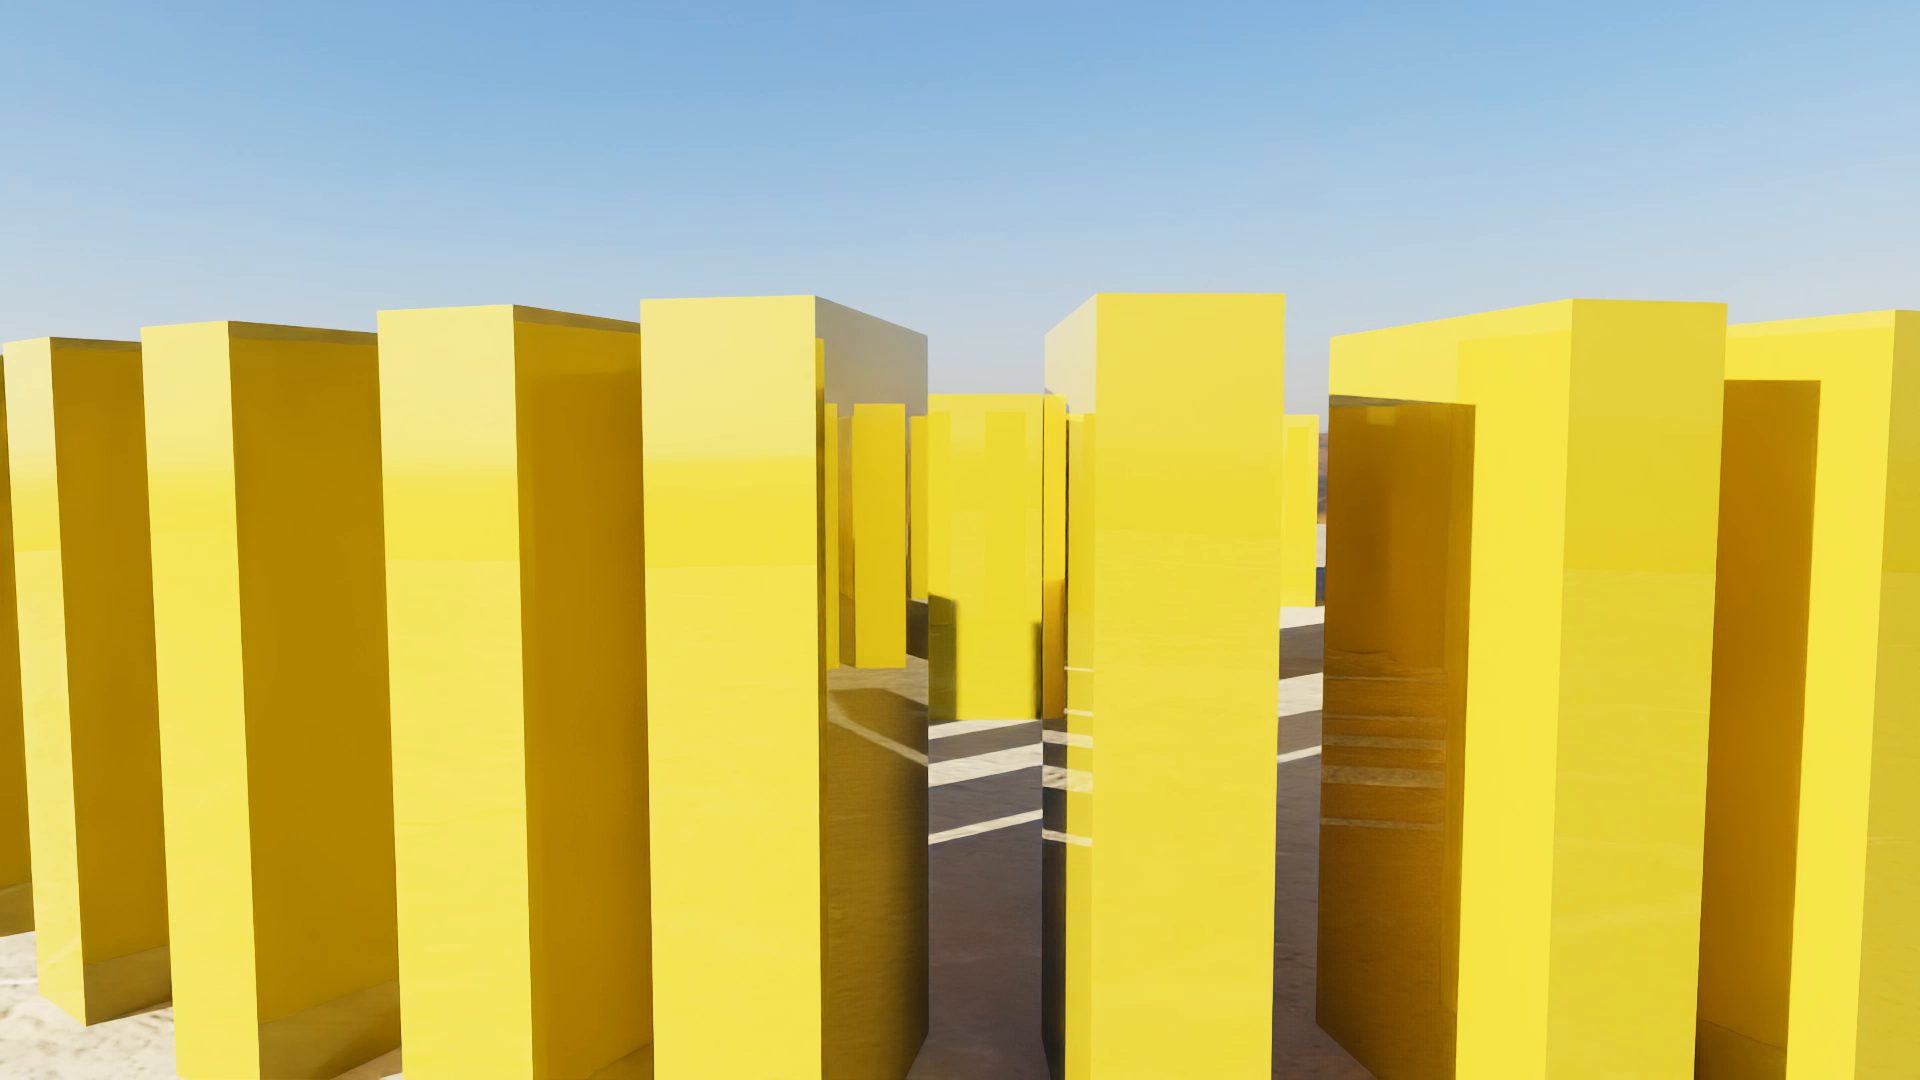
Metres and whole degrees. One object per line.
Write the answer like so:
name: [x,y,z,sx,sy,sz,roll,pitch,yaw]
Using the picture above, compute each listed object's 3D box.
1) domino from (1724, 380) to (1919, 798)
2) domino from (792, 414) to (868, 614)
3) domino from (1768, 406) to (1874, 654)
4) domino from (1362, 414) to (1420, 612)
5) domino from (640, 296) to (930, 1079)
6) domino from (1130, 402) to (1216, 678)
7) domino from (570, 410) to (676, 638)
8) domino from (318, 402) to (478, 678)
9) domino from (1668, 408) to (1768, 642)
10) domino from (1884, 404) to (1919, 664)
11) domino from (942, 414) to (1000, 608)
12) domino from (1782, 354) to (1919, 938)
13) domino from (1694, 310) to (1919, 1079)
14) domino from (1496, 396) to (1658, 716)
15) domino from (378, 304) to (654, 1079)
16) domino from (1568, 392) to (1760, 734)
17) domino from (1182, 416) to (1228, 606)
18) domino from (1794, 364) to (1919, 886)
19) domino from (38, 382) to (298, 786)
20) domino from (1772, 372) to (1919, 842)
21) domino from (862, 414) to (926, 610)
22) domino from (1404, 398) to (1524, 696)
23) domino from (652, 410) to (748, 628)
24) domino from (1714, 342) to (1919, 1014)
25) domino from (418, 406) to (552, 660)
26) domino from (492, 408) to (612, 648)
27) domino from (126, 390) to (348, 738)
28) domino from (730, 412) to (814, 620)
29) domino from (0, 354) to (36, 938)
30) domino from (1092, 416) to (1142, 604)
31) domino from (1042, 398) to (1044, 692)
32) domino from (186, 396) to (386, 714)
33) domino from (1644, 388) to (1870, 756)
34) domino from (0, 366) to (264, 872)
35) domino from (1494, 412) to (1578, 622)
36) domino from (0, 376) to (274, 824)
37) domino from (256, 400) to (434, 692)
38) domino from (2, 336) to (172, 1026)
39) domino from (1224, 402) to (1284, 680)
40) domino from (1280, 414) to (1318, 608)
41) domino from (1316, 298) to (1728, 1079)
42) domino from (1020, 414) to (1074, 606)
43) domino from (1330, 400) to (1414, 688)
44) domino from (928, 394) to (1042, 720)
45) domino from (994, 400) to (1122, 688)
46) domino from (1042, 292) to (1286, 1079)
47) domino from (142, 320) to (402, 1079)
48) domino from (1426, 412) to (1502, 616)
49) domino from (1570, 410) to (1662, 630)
domino: [0.111,0.006,0.158,0.025,0.050,0.010,1,4,12]
domino: [-0.034,-0.007,0.331,0.009,0.050,0.025,-3,5,-31]
domino: [0.182,-0.003,0.271,0.025,0.050,0.010,-3,5,-38]
domino: [0.114,-0.008,0.338,0.010,0.050,0.025,2,5,28]
domino: [-0.009,0.012,0.080,0.010,0.050,0.025,1,4,12]
domino: [0.040,-0.001,0.244,0.009,0.050,0.025,0,4,-5]
domino: [-0.077,-0.004,0.292,0.025,0.050,0.010,3,5,38]
domino: [-0.104,0.000,0.239,0.025,0.050,0.009,1,4,14]
domino: [0.169,-0.004,0.286,0.025,0.050,0.010,-4,6,-40]
domino: [0.195,-0.002,0.255,0.025,0.050,0.010,-3,5,-38]
domino: [0.003,-0.008,0.345,0.009,0.050,0.025,-1,4,-13]
domino: [0.088,0.009,0.111,0.025,0.050,0.009,4,6,40]
domino: [0.052,0.011,0.087,0.010,0.050,0.025,-2,5,-21]
domino: [0.101,0.002,0.210,0.025,0.050,0.010,-2,5,-28]
domino: [-0.024,0.011,0.084,0.009,0.050,0.025,2,5,21]
domino: [0.107,0.003,0.195,0.025,0.050,0.009,-2,5,-19]
domino: [0.067,-0.009,0.350,0.009,0.050,0.025,0,4,5]
domino: [0.097,0.008,0.124,0.025,0.050,0.009,3,5,31]
domino: [-0.101,0.005,0.166,0.025,0.050,0.009,-1,4,-15]
domino: [0.105,0.007,0.139,0.025,0.050,0.010,2,5,23]
domino: [-0.018,-0.008,0.339,0.010,0.050,0.025,-2,5,-21]
domino: [0.089,0.001,0.226,0.010,0.050,0.025,4,6,44]
domino: [-0.062,-0.006,0.308,0.025,0.050,0.010,4,6,44]
domino: [0.074,0.010,0.098,0.010,0.050,0.025,-3,5,-35]
domino: [-0.096,-0.002,0.260,0.025,0.050,0.010,2,5,26]
domino: [-0.088,-0.003,0.276,0.025,0.050,0.010,3,5,32]
domino: [-0.106,0.003,0.190,0.025,0.050,0.010,-1,4,-7]
domino: [-0.047,-0.007,0.322,0.010,0.050,0.025,-3,5,-38]
domino: [-0.077,0.009,0.120,0.025,0.050,0.009,-4,6,-42]
domino: [0.042,-0.009,0.350,0.009,0.050,0.025,0,4,-2]
domino: [0.003,0.001,0.221,0.025,0.050,0.009,2,5,26]
domino: [-0.108,0.002,0.206,0.025,0.050,0.010,0,4,-2]
domino: [0.111,0.004,0.180,0.025,0.050,0.010,-1,4,-9]
domino: [-0.089,0.007,0.135,0.025,0.050,0.009,-3,5,-31]
domino: [0.142,-0.006,0.316,0.010,0.050,0.025,4,6,44]
domino: [-0.096,0.006,0.151,0.025,0.050,0.009,-2,5,-21]
domino: [-0.107,0.001,0.224,0.025,0.050,0.010,0,4,6]
domino: [-0.060,0.010,0.105,0.010,0.050,0.025,3,5,37]
domino: [0.055,-0.001,0.243,0.009,0.050,0.025,1,4,12]
domino: [0.091,-0.008,0.346,0.009,0.050,0.025,1,4,14]
domino: [0.034,0.011,0.081,0.009,0.050,0.025,-1,4,-13]
domino: [0.023,-0.009,0.349,0.010,0.050,0.025,-1,4,-7]
domino: [0.076,0.000,0.235,0.010,0.050,0.025,2,5,27]
domino: [0.000,0.002,0.201,0.025,0.050,0.010,0,4,0]
domino: [0.017,0.000,0.235,0.009,0.050,0.025,-3,5,-33]
domino: [0.011,0.012,0.078,0.010,0.050,0.025,0,4,-2]
domino: [-0.043,0.011,0.093,0.009,0.050,0.025,2,5,29]
domino: [0.129,-0.007,0.327,0.009,0.050,0.025,3,5,38]
domino: [0.155,-0.005,0.303,0.025,0.050,0.010,-4,6,-42]
